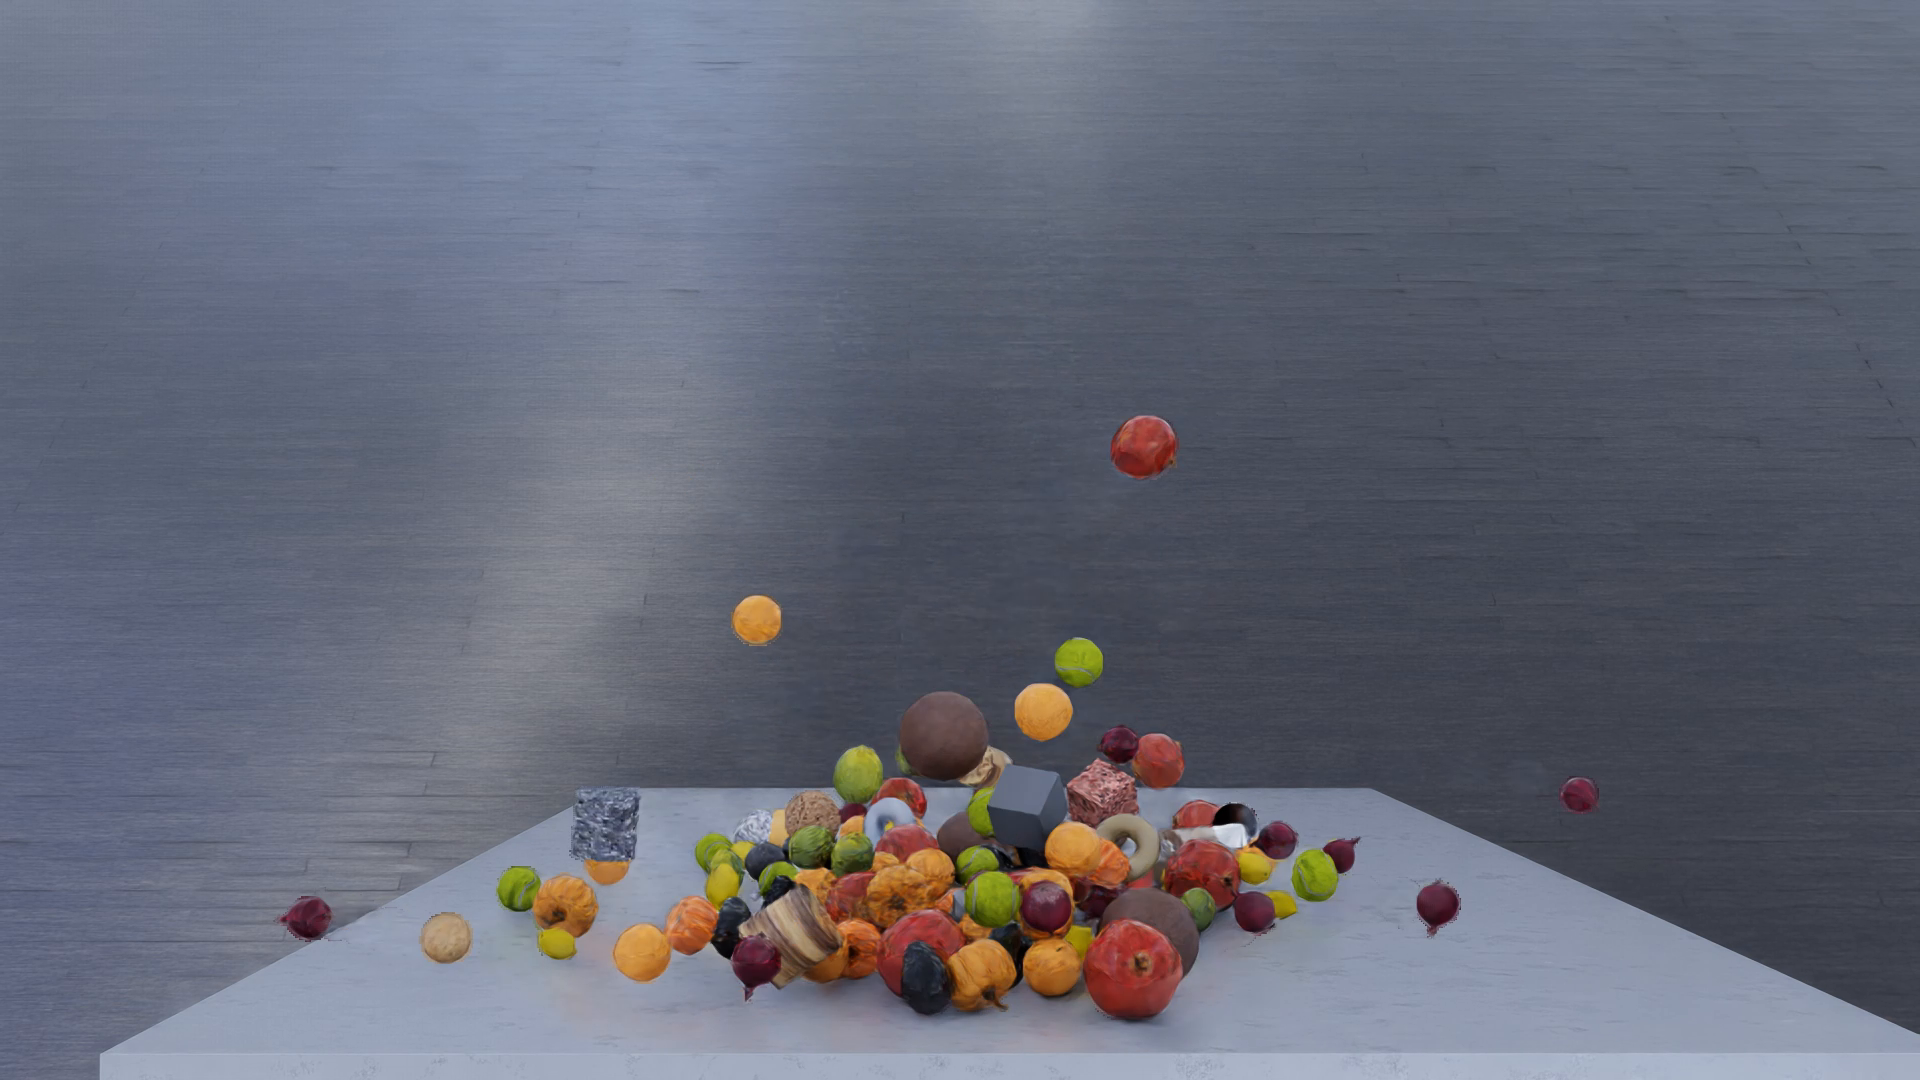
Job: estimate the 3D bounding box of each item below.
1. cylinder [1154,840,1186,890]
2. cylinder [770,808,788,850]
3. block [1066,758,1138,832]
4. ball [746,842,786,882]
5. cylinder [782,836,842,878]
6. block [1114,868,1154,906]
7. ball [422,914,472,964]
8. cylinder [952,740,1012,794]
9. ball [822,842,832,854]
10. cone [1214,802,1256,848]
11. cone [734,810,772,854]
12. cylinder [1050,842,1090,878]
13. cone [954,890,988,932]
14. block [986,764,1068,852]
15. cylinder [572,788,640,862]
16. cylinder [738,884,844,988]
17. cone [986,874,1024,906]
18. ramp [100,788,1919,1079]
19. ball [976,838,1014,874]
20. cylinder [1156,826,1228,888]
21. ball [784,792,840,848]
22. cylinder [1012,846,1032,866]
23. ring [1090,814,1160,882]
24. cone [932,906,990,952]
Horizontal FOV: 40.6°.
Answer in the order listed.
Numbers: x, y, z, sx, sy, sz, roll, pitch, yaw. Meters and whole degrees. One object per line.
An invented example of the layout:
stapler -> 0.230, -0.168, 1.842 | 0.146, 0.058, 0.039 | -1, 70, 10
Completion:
cylinder -> 0.338, 0.547, 4.371 | 0.062, 0.062, 0.062 | 41, 21, -19
cylinder -> -0.303, 0.551, 4.857 | 0.087, 0.087, 0.087 | 5, 34, 9
block -> 0.281, 0.511, 5.122 | 0.096, 0.096, 0.096 | 28, 53, 36
ball -> -0.337, 0.559, 4.501 | 0.070, 0.070, 0.070 | 0, 34, 0
cylinder -> -0.264, 0.558, 4.604 | 0.077, 0.077, 0.077 | -29, 17, -36
block -> 0.279, 0.554, 4.181 | 0.064, 0.064, 0.064 | 0, -1, 3
ball -> -0.691, 0.537, 3.495 | 0.066, 0.066, 0.066 | 0, 34, 0
cylinder -> 0.045, 0.438, 4.991 | 0.087, 0.087, 0.087 | 29, 0, 36
ball -> -0.279, 0.570, 4.964 | 0.070, 0.070, 0.070 | 0, 34, 0
cone -> 0.420, 0.422, 3.869 | 0.067, 0.067, 0.067 | 16, 6, 22
cone -> -0.362, 0.577, 4.953 | 0.096, 0.096, 0.096 | -26, 36, -33
cylinder -> 0.195, 0.566, 4.584 | 0.058, 0.058, 0.058 | -7, -1, -10
cone -> 0.004, 0.516, 3.555 | 0.052, 0.052, 0.052 | 23, 18, -8
block -> 0.088, 0.348, 3.366 | 0.073, 0.073, 0.073 | 8, 46, 23
cylinder -> -0.542, 0.435, 3.971 | 0.096, 0.096, 0.096 | 6, 4, 0
cylinder -> -0.209, 0.489, 3.202 | 0.094, 0.094, 0.094 | -35, 38, 2
cone -> 0.062, 0.523, 3.969 | 0.055, 0.055, 0.055 | 31, 39, 1
ramp -> 0.075, 0.651, 4.788 | 2.000, 0.100, 4.000 | 0, -1, 0
ball -> 0.062, 0.561, 4.596 | 0.070, 0.070, 0.070 | 0, 34, 0
cylinder -> 0.389, 0.543, 4.446 | 0.099, 0.099, 0.099 | 1, 26, -43
ball -> -0.228, 0.431, 3.998 | 0.087, 0.087, 0.087 | 0, 34, 0
cylinder -> 0.104, 0.568, 4.757 | 0.058, 0.058, 0.058 | -1, -8, 0
ring -> 0.244, 0.456, 3.840 | 0.105, 0.035, 0.105 | -5, 65, 10
cone -> 0.002, 0.531, 3.645 | 0.084, 0.084, 0.084 | 0, -1, 0
